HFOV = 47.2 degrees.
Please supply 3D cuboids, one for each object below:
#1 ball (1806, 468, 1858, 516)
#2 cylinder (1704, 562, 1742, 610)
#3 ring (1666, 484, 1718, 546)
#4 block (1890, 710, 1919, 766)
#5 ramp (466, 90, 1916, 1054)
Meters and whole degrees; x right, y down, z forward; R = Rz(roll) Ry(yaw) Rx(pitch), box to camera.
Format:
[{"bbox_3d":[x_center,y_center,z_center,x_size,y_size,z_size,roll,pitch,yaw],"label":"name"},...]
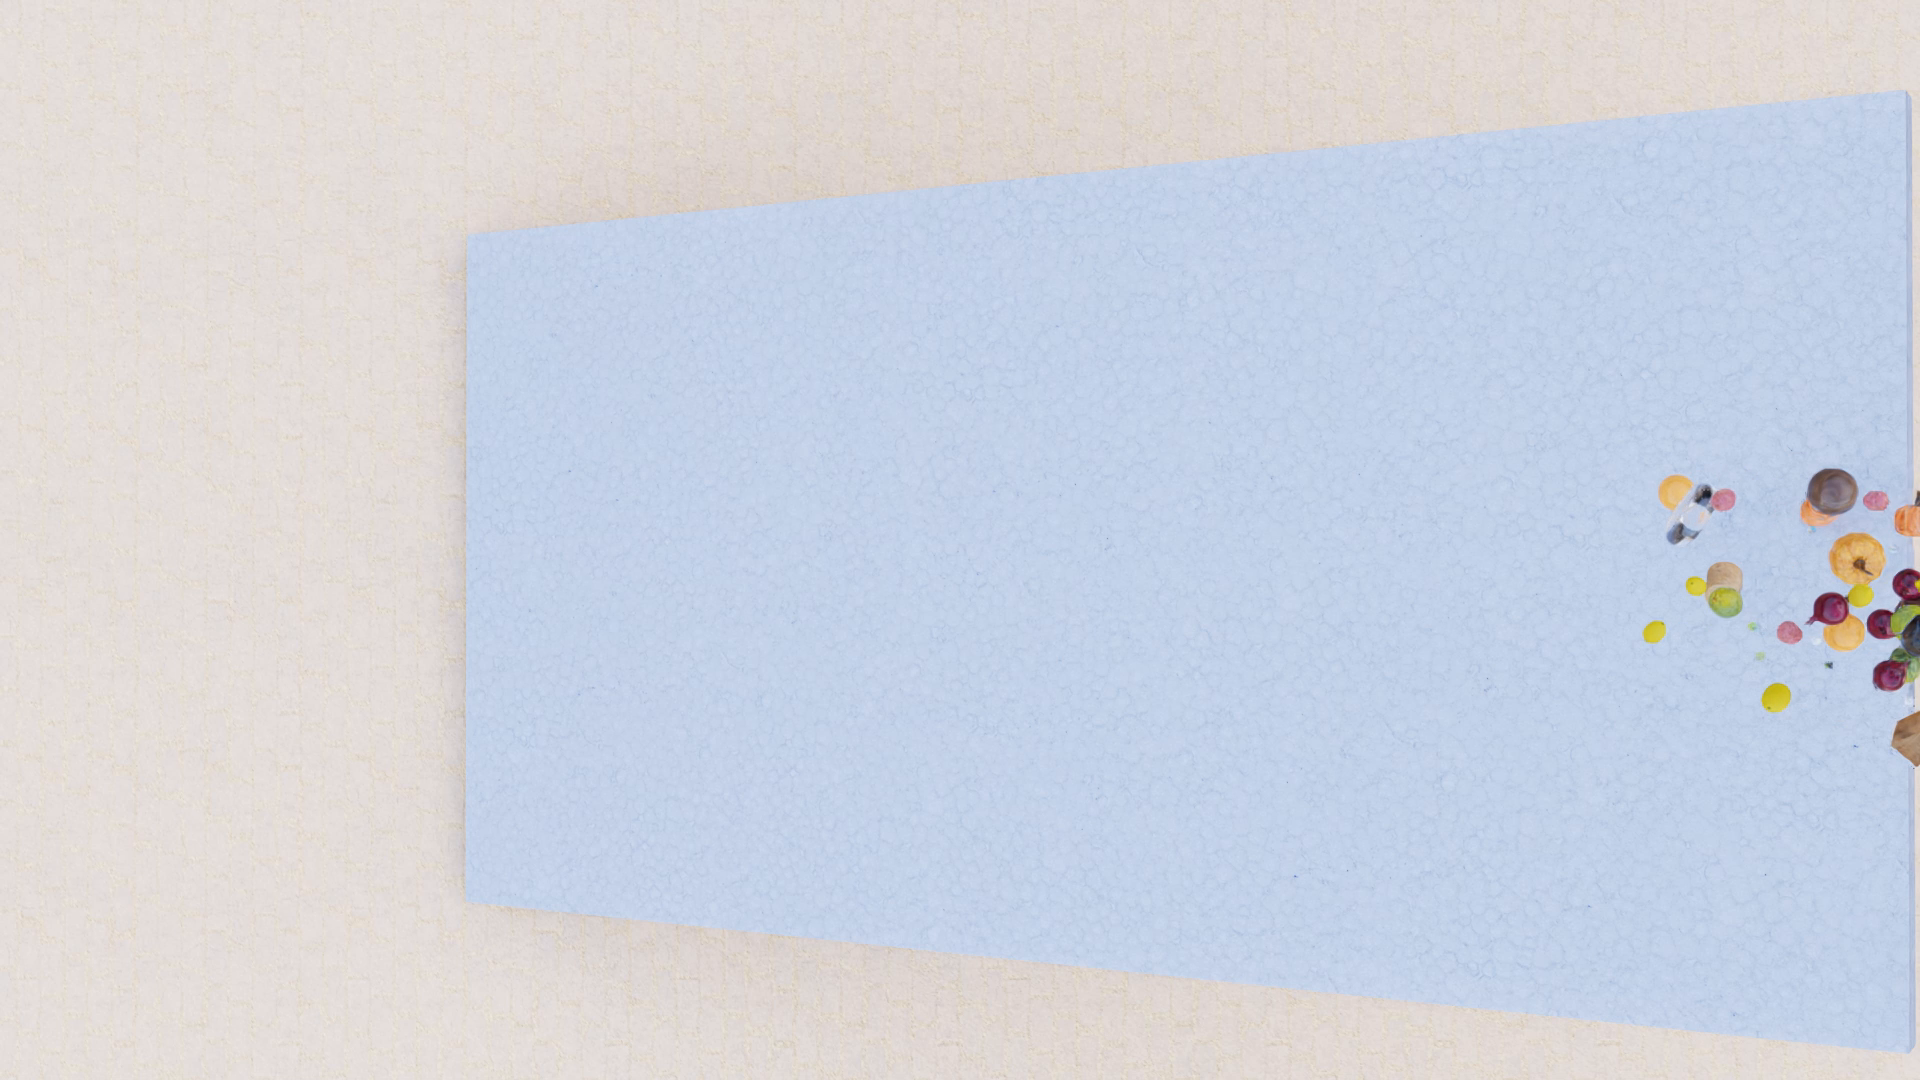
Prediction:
[{"bbox_3d":[1.799,-0.099,4.535,0.100,0.100,0.100,0,89,0],"label":"ball"},{"bbox_3d":[1.585,0.095,4.563,0.071,0.071,0.071,25,45,0],"label":"cylinder"},{"bbox_3d":[1.381,-0.047,4.150,0.045,0.134,0.134,31,90,3],"label":"ring"},{"bbox_3d":[1.591,0.327,3.644,0.058,0.058,0.058,39,51,-5],"label":"block"},{"bbox_3d":[0.268,0.074,5.620,4.000,0.100,2.000,0,89,31],"label":"ramp"}]
